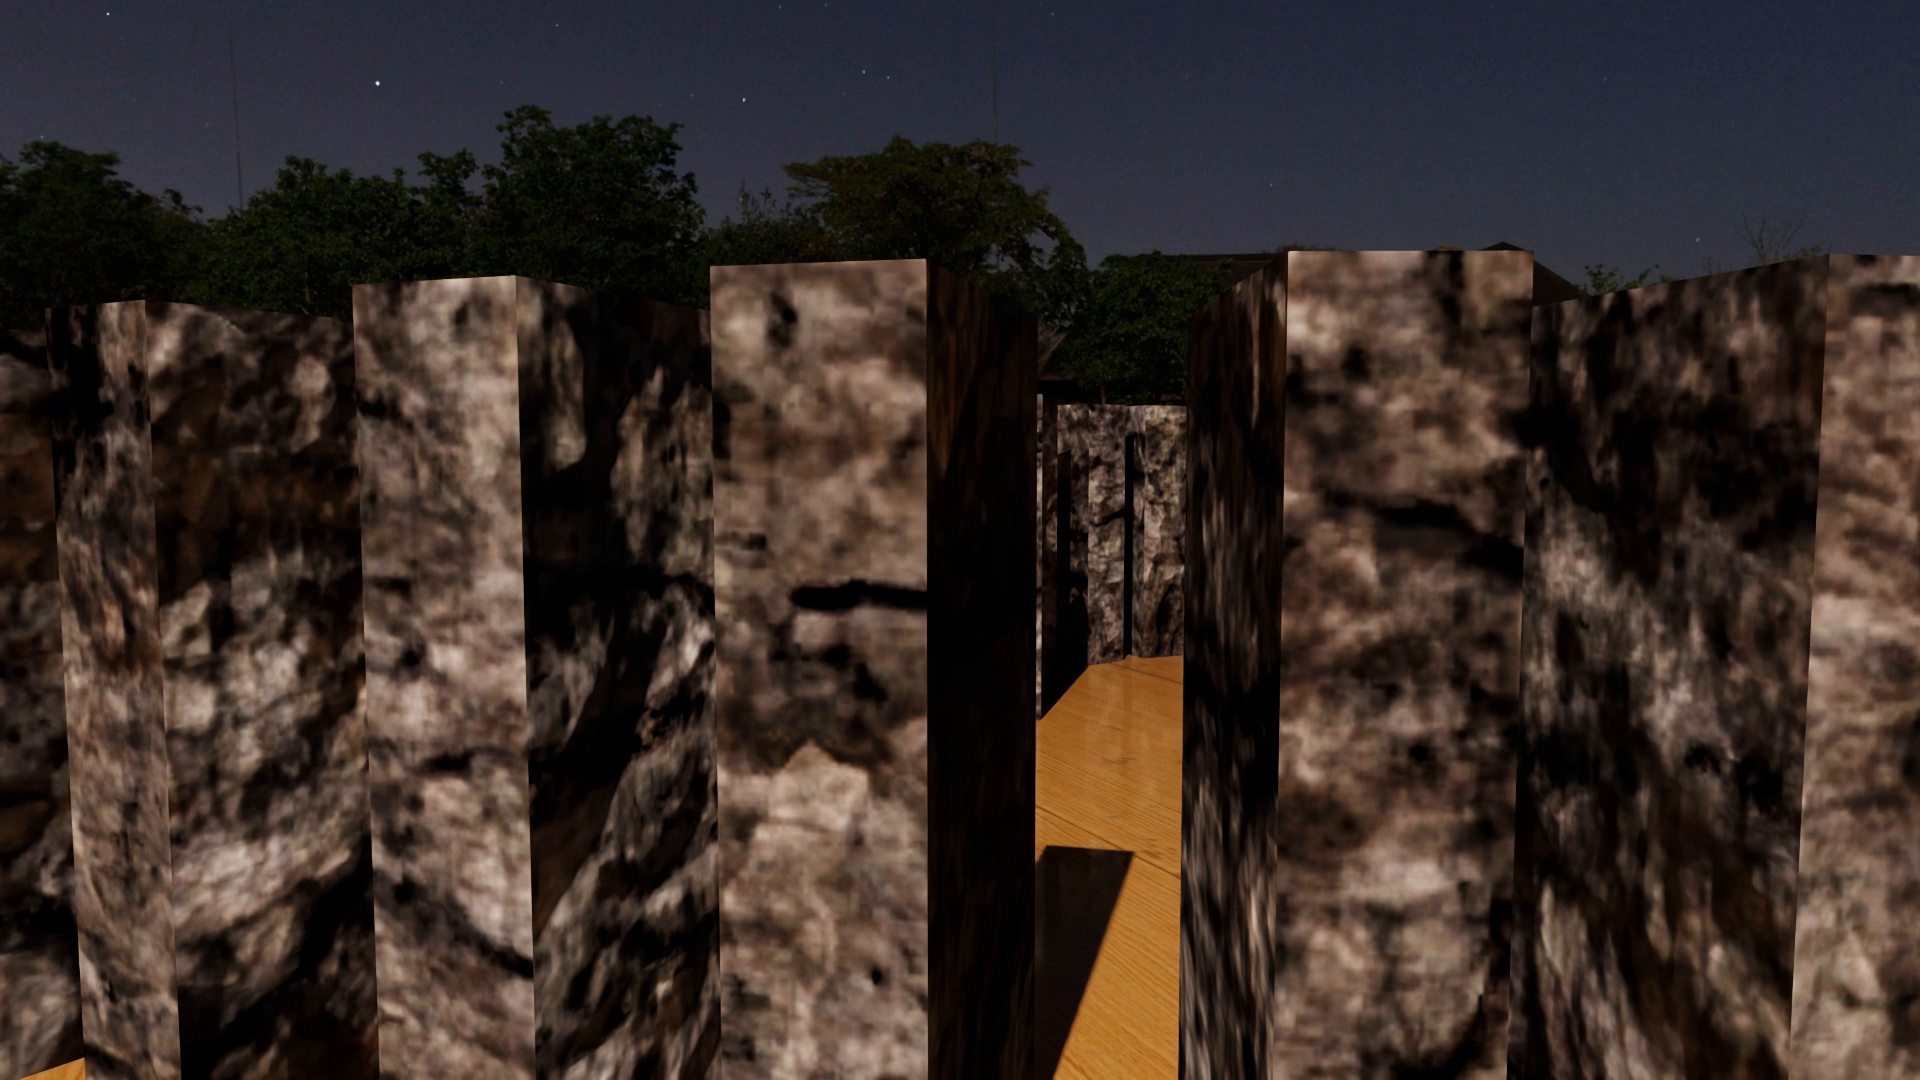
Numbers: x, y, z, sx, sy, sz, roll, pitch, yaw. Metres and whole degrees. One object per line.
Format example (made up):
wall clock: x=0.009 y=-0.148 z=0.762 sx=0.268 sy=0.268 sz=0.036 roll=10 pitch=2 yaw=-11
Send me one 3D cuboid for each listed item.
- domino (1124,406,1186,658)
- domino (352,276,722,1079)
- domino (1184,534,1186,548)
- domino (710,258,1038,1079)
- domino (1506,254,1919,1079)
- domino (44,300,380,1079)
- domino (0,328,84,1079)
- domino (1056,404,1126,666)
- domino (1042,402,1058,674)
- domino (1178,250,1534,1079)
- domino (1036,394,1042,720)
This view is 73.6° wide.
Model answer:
domino: x=0.036 y=-0.002 z=0.266 sx=0.009 sy=0.050 sz=0.025 roll=-2 pitch=5 yaw=-24
domino: x=-0.020 y=0.012 z=0.072 sx=0.009 sy=0.050 sz=0.025 roll=2 pitch=5 yaw=21
domino: x=0.070 y=-0.012 z=0.388 sx=0.009 sy=0.050 sz=0.025 roll=0 pitch=4 yaw=1
domino: x=-0.003 y=0.013 z=0.067 sx=0.009 sy=0.050 sz=0.025 roll=1 pitch=4 yaw=14
domino: x=0.037 y=0.013 z=0.066 sx=0.009 sy=0.050 sz=0.025 roll=-1 pitch=4 yaw=-9
domino: x=-0.041 y=0.011 z=0.082 sx=0.009 sy=0.050 sz=0.025 roll=2 pitch=5 yaw=28
domino: x=-0.061 y=0.010 z=0.095 sx=0.010 sy=0.050 sz=0.025 roll=3 pitch=5 yaw=36
domino: x=0.021 y=-0.002 z=0.257 sx=0.009 sy=0.050 sz=0.025 roll=-3 pitch=5 yaw=-37
domino: x=0.005 y=-0.001 z=0.242 sx=0.025 sy=0.050 sz=0.009 roll=3 pitch=5 yaw=37
domino: x=0.018 y=0.013 z=0.064 sx=0.009 sy=0.050 sz=0.025 roll=0 pitch=4 yaw=1
domino: x=0.000 y=0.002 z=0.201 sx=0.025 sy=0.050 sz=0.009 roll=0 pitch=4 yaw=0
